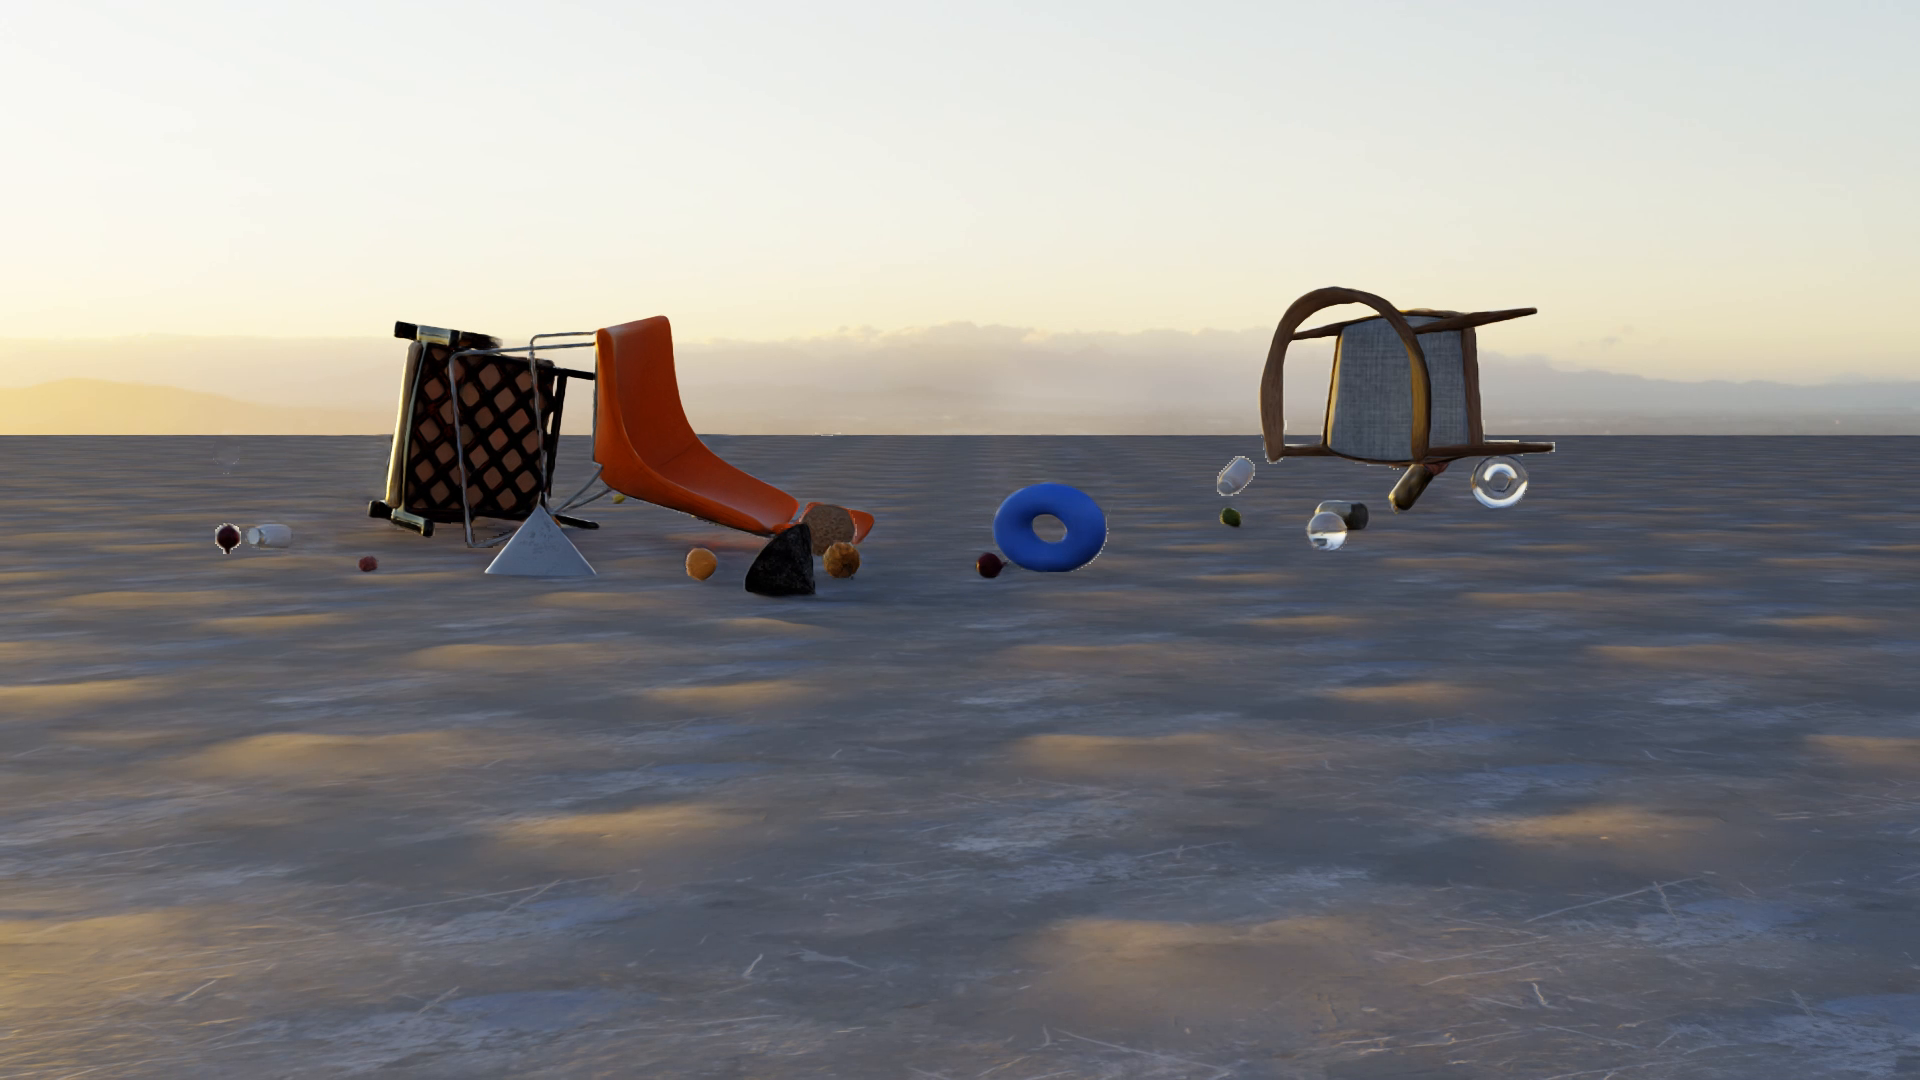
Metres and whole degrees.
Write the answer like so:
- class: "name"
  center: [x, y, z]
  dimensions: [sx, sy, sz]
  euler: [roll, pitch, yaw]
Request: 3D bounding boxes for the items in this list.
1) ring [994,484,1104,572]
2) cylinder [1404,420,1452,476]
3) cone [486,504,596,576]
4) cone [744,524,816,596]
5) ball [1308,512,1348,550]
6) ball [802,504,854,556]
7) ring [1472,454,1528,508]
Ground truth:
- class: "ring"
  center: [0.218, -0.029, 5.378]
  dimensions: [0.297, 0.225, 0.090]
  euler: [-3, 15, 28]
- class: "cylinder"
  center: [1.788, -0.354, 8.399]
  dimensions: [0.137, 0.191, 0.122]
  euler: [-19, 28, -16]
- class: "cone"
  center: [-1.024, -0.004, 5.360]
  dimensions: [0.291, 0.170, 0.128]
  euler: [1, 4, 14]
- class: "cone"
  center: [-0.358, 0.080, 4.808]
  dimensions: [0.194, 0.121, 0.232]
  euler: [-43, -15, -15]
- class: "ball"
  center: [1.019, -0.024, 6.105]
  dimensions: [0.109, 0.109, 0.109]
  euler: [0, 4, 0]
- class: "ball"
  center: [-0.357, -0.026, 5.912]
  dimensions: [0.146, 0.146, 0.146]
  euler: [0, 4, 0]
- class: "ring"
  center: [2.023, -0.220, 8.248]
  dimensions: [0.213, 0.207, 0.049]
  euler: [-6, 8, -3]
